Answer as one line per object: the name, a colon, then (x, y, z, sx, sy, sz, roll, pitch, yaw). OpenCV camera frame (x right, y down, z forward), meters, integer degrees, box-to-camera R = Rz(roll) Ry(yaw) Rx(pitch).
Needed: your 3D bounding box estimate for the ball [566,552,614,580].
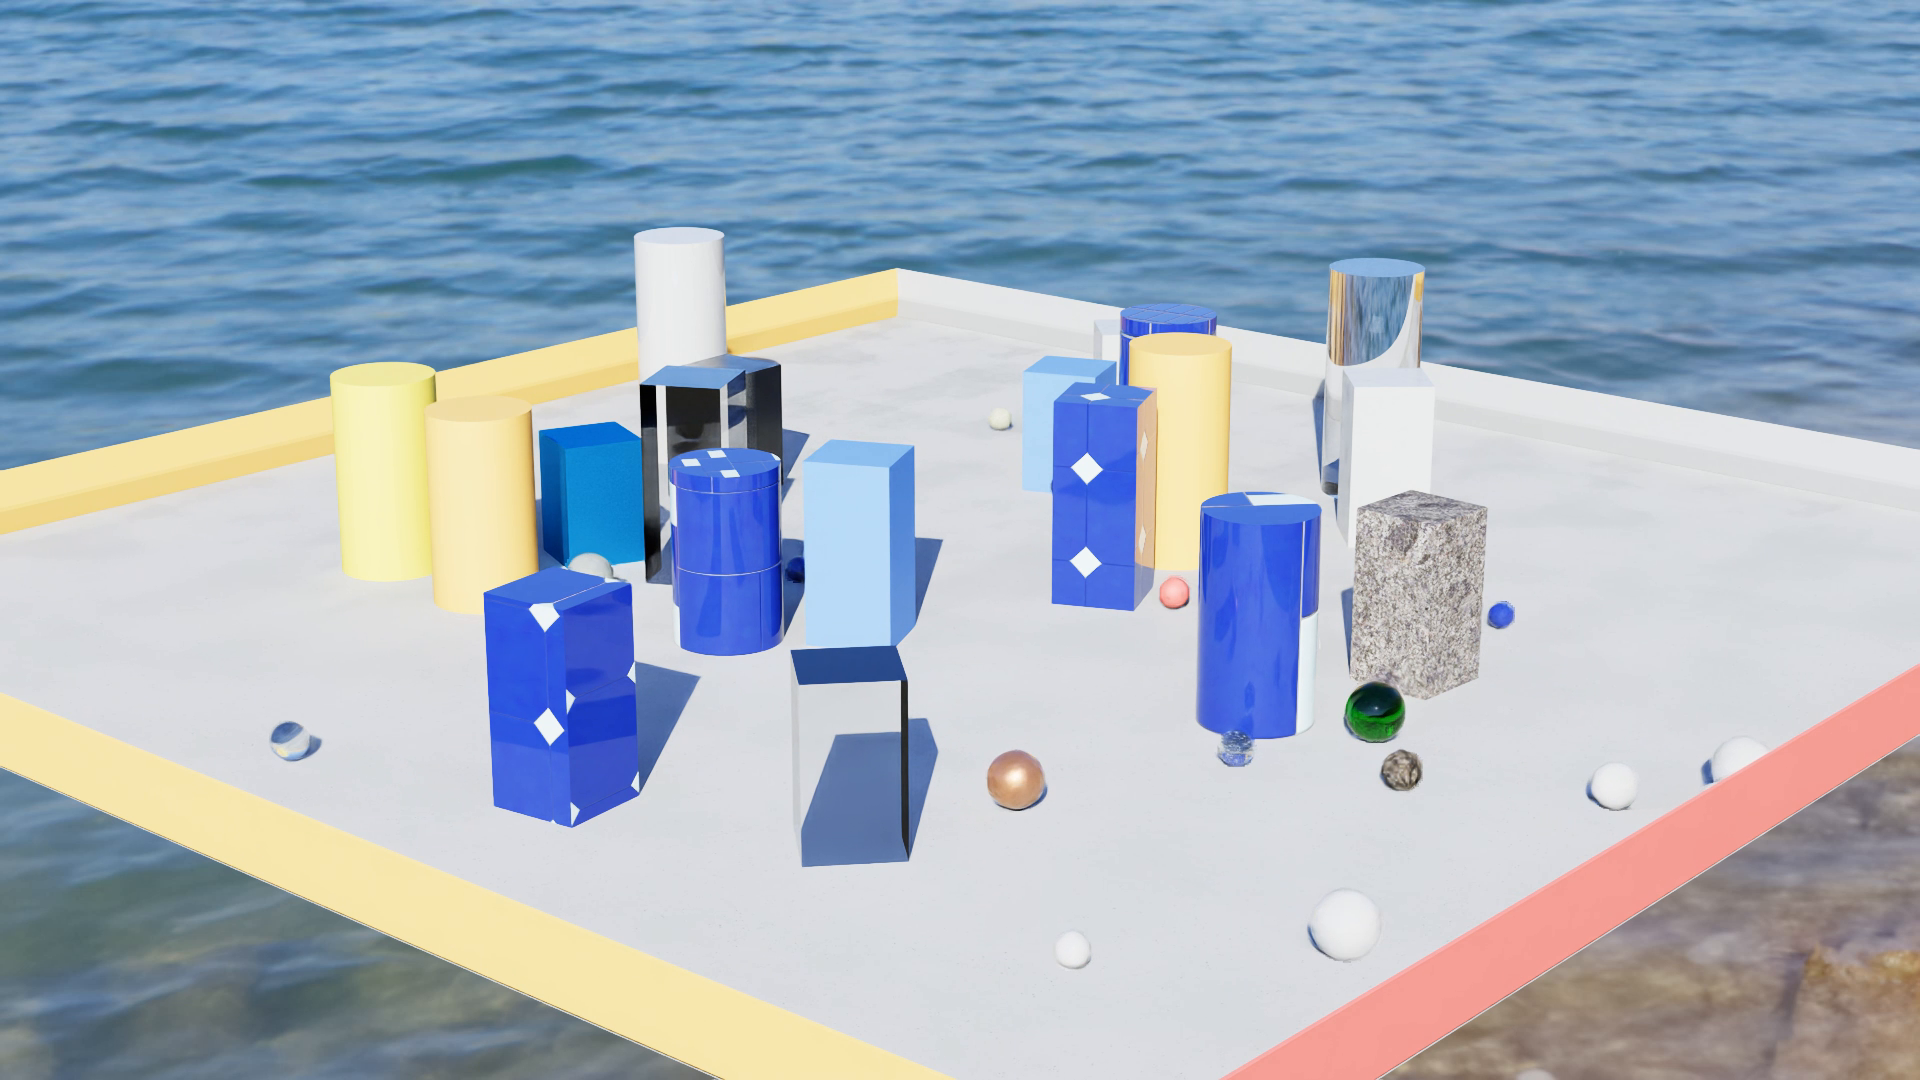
ball: (-0.640, 0.065, 5.066, 0.085, 0.085, 0.085, 0, 17, 0)

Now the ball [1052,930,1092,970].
ball: (0.140, 0.511, 3.657, 0.048, 0.048, 0.048, 0, 17, 0)

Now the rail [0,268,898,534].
rail: (-1.168, -0.264, 6.092, 0.045, 0.119, 3.144, 14, 22, 39)

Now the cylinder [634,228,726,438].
cylinder: (-0.570, -0.408, 6.016, 0.183, 0.439, 0.183, 0, 17, 0)

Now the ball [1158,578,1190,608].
ball: (0.367, 0.091, 5.037, 0.053, 0.053, 0.053, 0, 17, 0)

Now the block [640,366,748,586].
block: (-0.467, -0.112, 5.175, 0.146, 0.361, 0.146, 4, 17, 13)

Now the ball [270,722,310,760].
ball: (-0.992, 0.298, 4.344, 0.058, 0.058, 0.058, 0, 17, 0)

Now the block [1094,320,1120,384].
block: (0.355, -0.316, 6.035, 0.146, 0.252, 0.146, -1, 17, -4)

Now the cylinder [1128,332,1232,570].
cylinder: (0.393, -0.160, 5.277, 0.183, 0.394, 0.183, 0, 17, 0)

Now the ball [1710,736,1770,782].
ball: (1.121, 0.325, 4.199, 0.090, 0.090, 0.090, 0, 17, 0)

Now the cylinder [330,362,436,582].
cylinder: (-1.018, -0.123, 5.221, 0.183, 0.355, 0.183, 0, 17, 0)

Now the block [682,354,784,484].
block: (-0.451, -0.223, 5.743, 0.146, 0.244, 0.146, 13, 21, 37)

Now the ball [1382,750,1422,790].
ball: (0.638, 0.332, 4.231, 0.058, 0.058, 0.058, 0, 17, 0)

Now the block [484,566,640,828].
block: (-0.563, 0.220, 4.148, 0.146, 0.320, 0.146, 11, 20, 32)

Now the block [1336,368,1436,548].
block: (0.784, -0.152, 5.409, 0.146, 0.303, 0.146, 0, 17, -1)

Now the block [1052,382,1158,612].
block: (0.249, -0.076, 5.059, 0.146, 0.360, 0.146, 5, 18, 16)

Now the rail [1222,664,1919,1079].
rail: (1.168, 0.324, 4.150, 0.045, 0.119, 3.144, 14, 22, 39)

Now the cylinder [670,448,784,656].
cylinder: (-0.385, 0.018, 4.844, 0.183, 0.304, 0.183, 0, 17, 0)

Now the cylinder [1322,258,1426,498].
cylinder: (0.800, -0.311, 5.688, 0.183, 0.444, 0.183, 0, 17, 0)

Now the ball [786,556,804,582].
ball: (-0.285, 0.052, 5.180, 0.044, 0.044, 0.044, 0, 17, 0)

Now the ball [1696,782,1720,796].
ball: (1.059, 0.369, 4.100, 0.062, 0.062, 0.062, 0, 17, 0)

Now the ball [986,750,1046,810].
ball: (0.079, 0.340, 4.160, 0.084, 0.084, 0.084, 0, 17, 0)

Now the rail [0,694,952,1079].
rail: (-1.015, 0.369, 4.002, 3.142, 0.119, 0.045, 14, 22, 39)

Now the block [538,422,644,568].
block: (-0.665, -0.081, 5.305, 0.146, 0.226, 0.146, -8, 19, -25)

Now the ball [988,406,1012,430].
ball: (0.083, -0.257, 6.187, 0.051, 0.051, 0.051, 0, 17, 0)

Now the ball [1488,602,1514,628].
ball: (0.910, 0.127, 4.934, 0.043, 0.043, 0.043, 0, 17, 0)

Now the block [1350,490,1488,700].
block: (0.727, 0.085, 4.654, 0.146, 0.285, 0.146, 16, 23, 41)

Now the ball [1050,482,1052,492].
ball: (0.196, -0.104, 5.696, 0.044, 0.044, 0.044, 0, 17, 0)

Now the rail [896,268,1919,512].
rail: (1.015, -0.309, 6.240, 3.142, 0.119, 0.045, 14, 22, 39)

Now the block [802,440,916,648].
block: (-0.165, 0.009, 4.855, 0.146, 0.315, 0.146, 5, 17, 15)

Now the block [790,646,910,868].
block: (-0.151, 0.294, 4.007, 0.146, 0.261, 0.146, -2, 17, -7)

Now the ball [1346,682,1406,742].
ball: (0.626, 0.258, 4.417, 0.091, 0.091, 0.091, 0, 17, 0)

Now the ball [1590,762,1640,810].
ball: (0.930, 0.348, 4.161, 0.068, 0.068, 0.068, 0, 17, 0)

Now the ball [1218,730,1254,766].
ball: (0.407, 0.306, 4.323, 0.054, 0.054, 0.054, 0, 17, 0)

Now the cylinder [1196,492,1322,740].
cylinder: (0.454, 0.114, 4.467, 0.183, 0.339, 0.183, 0, 17, 0)

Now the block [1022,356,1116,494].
block: (0.215, -0.225, 5.758, 0.146, 0.239, 0.146, 6, 18, 19)

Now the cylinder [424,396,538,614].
cylinder: (-0.822, -0.062, 5.046, 0.183, 0.339, 0.183, 0, 17, 0)

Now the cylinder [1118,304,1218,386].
cylinder: (0.393, -0.244, 5.578, 0.183, 0.380, 0.183, 0, 17, 0)

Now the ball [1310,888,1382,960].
ball: (0.485, 0.482, 3.680, 0.090, 0.090, 0.090, 0, 17, 0)

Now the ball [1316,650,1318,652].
ball: (0.560, 0.169, 4.783, 0.050, 0.050, 0.050, 0, 17, 0)
